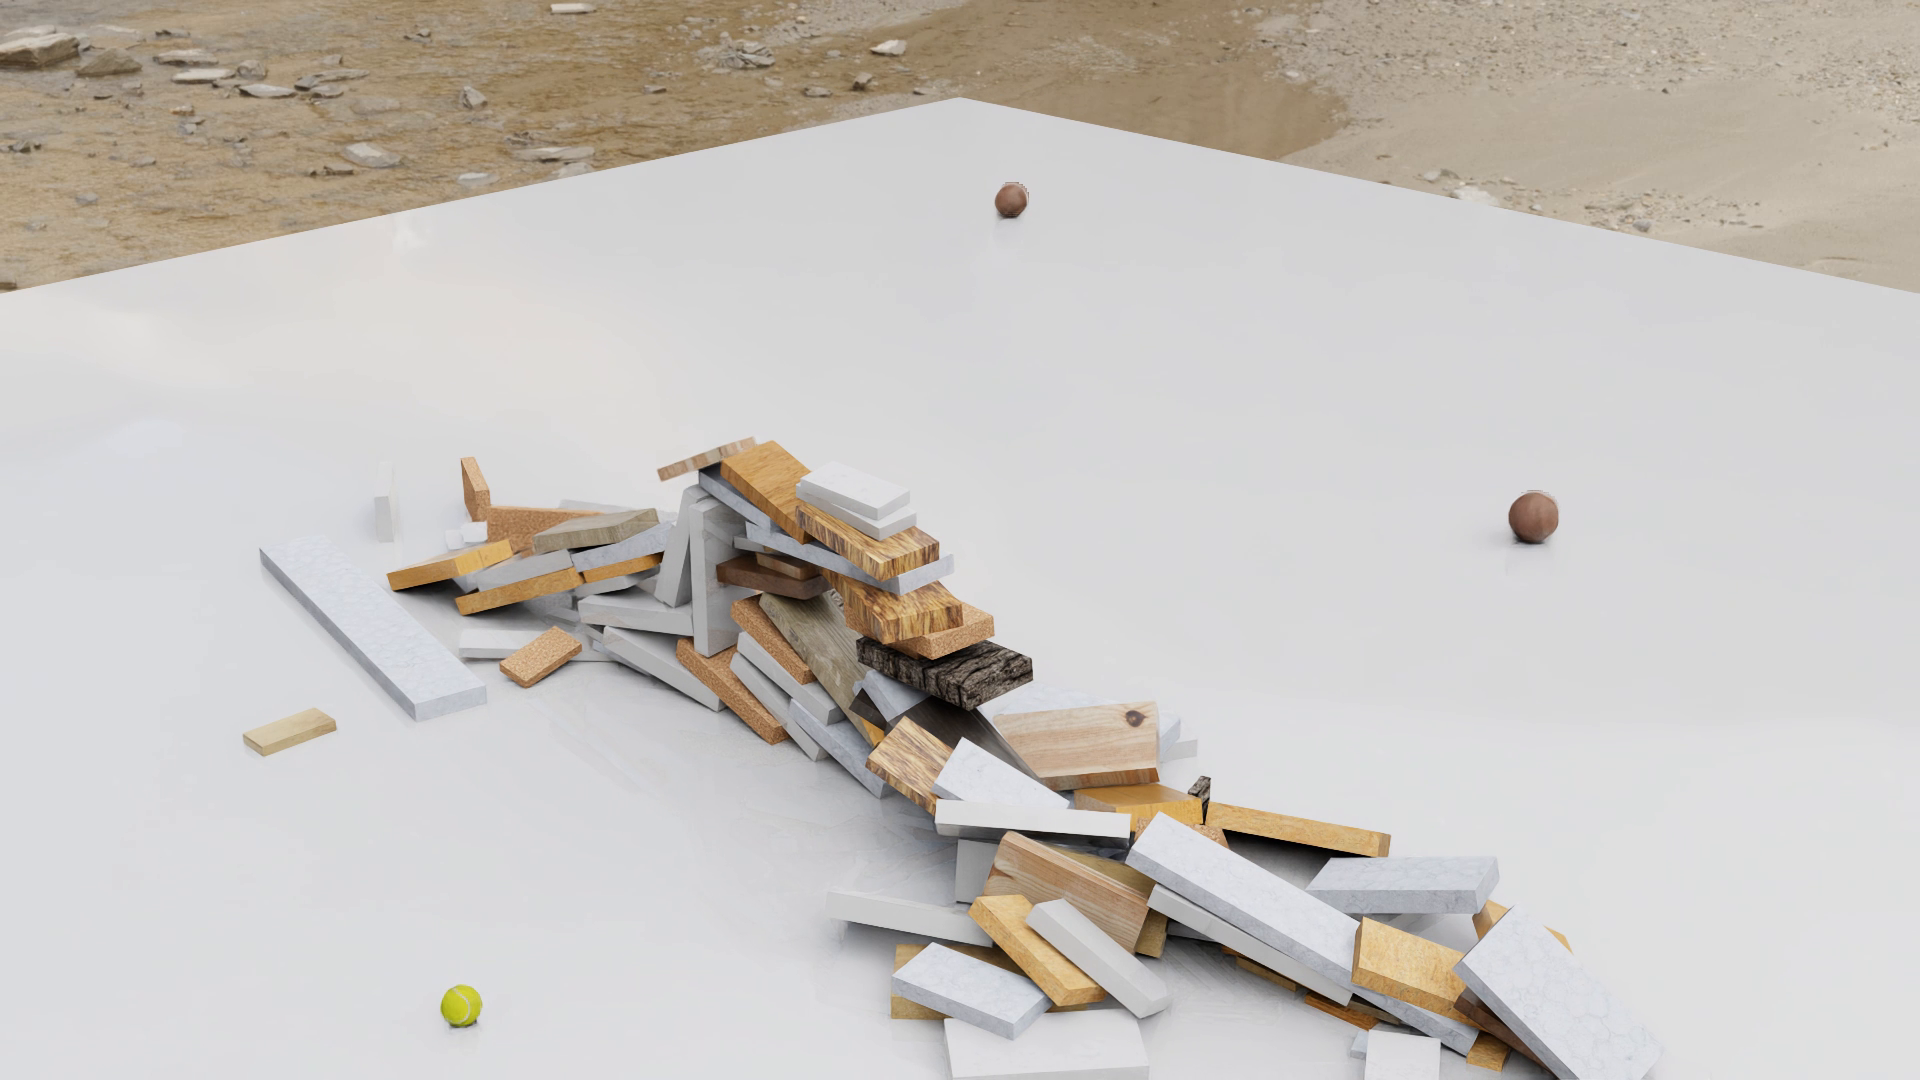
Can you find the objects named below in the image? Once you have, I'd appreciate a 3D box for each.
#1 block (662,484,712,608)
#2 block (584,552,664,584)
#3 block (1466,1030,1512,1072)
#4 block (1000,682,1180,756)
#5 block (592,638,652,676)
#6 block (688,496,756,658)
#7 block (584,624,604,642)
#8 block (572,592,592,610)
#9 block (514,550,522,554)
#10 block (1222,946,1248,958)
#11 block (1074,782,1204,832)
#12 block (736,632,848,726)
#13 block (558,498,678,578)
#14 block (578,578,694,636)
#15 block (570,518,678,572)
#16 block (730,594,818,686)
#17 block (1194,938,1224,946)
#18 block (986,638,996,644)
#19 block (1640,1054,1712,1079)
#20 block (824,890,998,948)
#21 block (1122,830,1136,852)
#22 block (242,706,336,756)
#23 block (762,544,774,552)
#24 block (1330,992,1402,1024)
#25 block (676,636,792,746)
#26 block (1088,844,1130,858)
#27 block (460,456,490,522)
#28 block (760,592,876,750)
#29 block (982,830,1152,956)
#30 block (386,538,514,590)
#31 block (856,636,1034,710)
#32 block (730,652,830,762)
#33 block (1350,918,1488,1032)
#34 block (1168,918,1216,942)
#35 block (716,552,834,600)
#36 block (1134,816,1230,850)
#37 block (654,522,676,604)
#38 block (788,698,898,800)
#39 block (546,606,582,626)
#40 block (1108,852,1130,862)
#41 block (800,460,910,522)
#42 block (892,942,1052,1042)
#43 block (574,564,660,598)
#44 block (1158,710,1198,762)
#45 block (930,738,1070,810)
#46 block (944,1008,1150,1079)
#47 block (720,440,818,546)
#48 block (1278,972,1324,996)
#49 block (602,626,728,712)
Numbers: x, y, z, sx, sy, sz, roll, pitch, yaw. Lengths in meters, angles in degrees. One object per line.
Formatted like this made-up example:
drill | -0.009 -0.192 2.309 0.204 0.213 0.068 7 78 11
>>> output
block | -0.567 -0.002 4.867 0.043 0.304 0.152 36 39 26
block | -0.753 0.053 5.021 0.211 0.030 0.105 -12 11 41
block | 0.902 0.855 3.725 0.058 0.016 0.116 11 25 23
block | 0.275 0.393 4.666 0.344 0.049 0.172 12 26 27
block | -0.756 0.256 5.080 0.166 0.023 0.083 24 32 21
block | -0.519 0.068 4.824 0.043 0.355 0.152 21 33 34
block | -0.780 0.224 5.080 0.166 0.023 0.083 27 33 26
block | -0.801 0.142 5.380 0.261 0.037 0.131 7 24 15
block | -1.060 0.078 5.428 0.056 0.112 0.016 1 30 15
block | 0.527 0.733 3.955 0.052 0.015 0.104 -21 14 -37
block | 0.345 0.521 4.308 0.166 0.047 0.333 -5 0 -11
block | -0.322 0.275 4.713 0.153 0.043 0.305 -20 45 -39
block | -0.864 -0.001 5.551 0.330 0.165 0.047 7 -9 15
block | -0.681 0.149 5.006 0.349 0.049 0.175 5 21 36
block | -0.733 0.005 5.029 0.304 0.043 0.152 -13 11 39
block | -0.361 0.204 4.733 0.135 0.038 0.271 -17 42 -36
block | 0.480 0.718 4.003 0.052 0.015 0.104 -21 14 -39
block | -0.009 0.262 4.618 0.120 0.034 0.240 32 33 0
block | 1.145 0.910 3.577 0.104 0.030 0.209 13 26 28
block | -0.069 0.686 3.990 0.318 0.045 0.159 7 -6 17
block | 0.364 0.596 4.331 0.143 0.020 0.072 -2 23 -5
block | -1.449 0.414 4.753 0.174 0.025 0.087 -21 31 -40
block | -0.388 -0.017 4.739 0.088 0.025 0.176 -9 18 -9
block | 0.712 0.796 3.811 0.128 0.018 0.064 14 30 30
block | -0.452 0.309 4.857 0.175 0.049 0.349 -20 45 -39
block | 0.257 0.581 4.173 0.067 0.019 0.133 -20 7 -28
block | -1.290 -0.117 5.870 0.037 0.130 0.260 -8 24 -19
block | -0.246 0.253 4.630 0.135 0.038 0.438 -18 54 -37
block | 0.191 0.650 3.948 0.291 0.145 0.041 24 23 15
block | -1.254 0.062 5.401 0.320 0.045 0.160 -10 10 45
block | -0.033 0.239 4.379 0.171 0.048 0.341 -22 28 -36
block | -0.344 0.337 4.755 0.153 0.043 0.305 -21 55 -40
block | 0.802 0.744 3.756 0.262 0.037 0.131 20 33 2
block | 0.463 0.698 4.014 0.092 0.026 0.185 -22 14 -41
block | -0.381 0.072 4.730 0.271 0.038 0.135 10 22 41
block | 0.420 0.574 4.118 0.153 0.043 0.305 6 -15 12
block | -0.617 0.036 4.921 0.030 0.211 0.105 37 39 24
block | -0.205 0.414 4.625 0.153 0.043 0.305 -20 46 -39
block | -0.948 0.185 5.308 0.092 0.013 0.046 14 27 30
block | 0.269 0.622 4.163 0.092 0.026 0.184 -21 6 -37
block | -0.212 -0.100 4.436 0.203 0.029 0.102 22 35 32
block | 0.020 0.773 3.775 0.249 0.035 0.125 15 27 31
block | -0.791 0.090 5.077 0.105 0.030 0.211 -26 11 -40
block | 0.343 0.431 4.691 0.291 0.041 0.145 -7 24 -16
block | 0.076 0.487 4.178 0.239 0.034 0.120 31 53 3
block | 0.142 0.858 3.679 0.324 0.046 0.162 -2 23 -5
block | -0.361 -0.102 4.595 0.138 0.039 0.275 -25 50 -36
block | 0.619 0.769 3.883 0.104 0.015 0.052 21 31 40
block | -0.621 0.262 4.991 0.349 0.049 0.175 27 33 27
